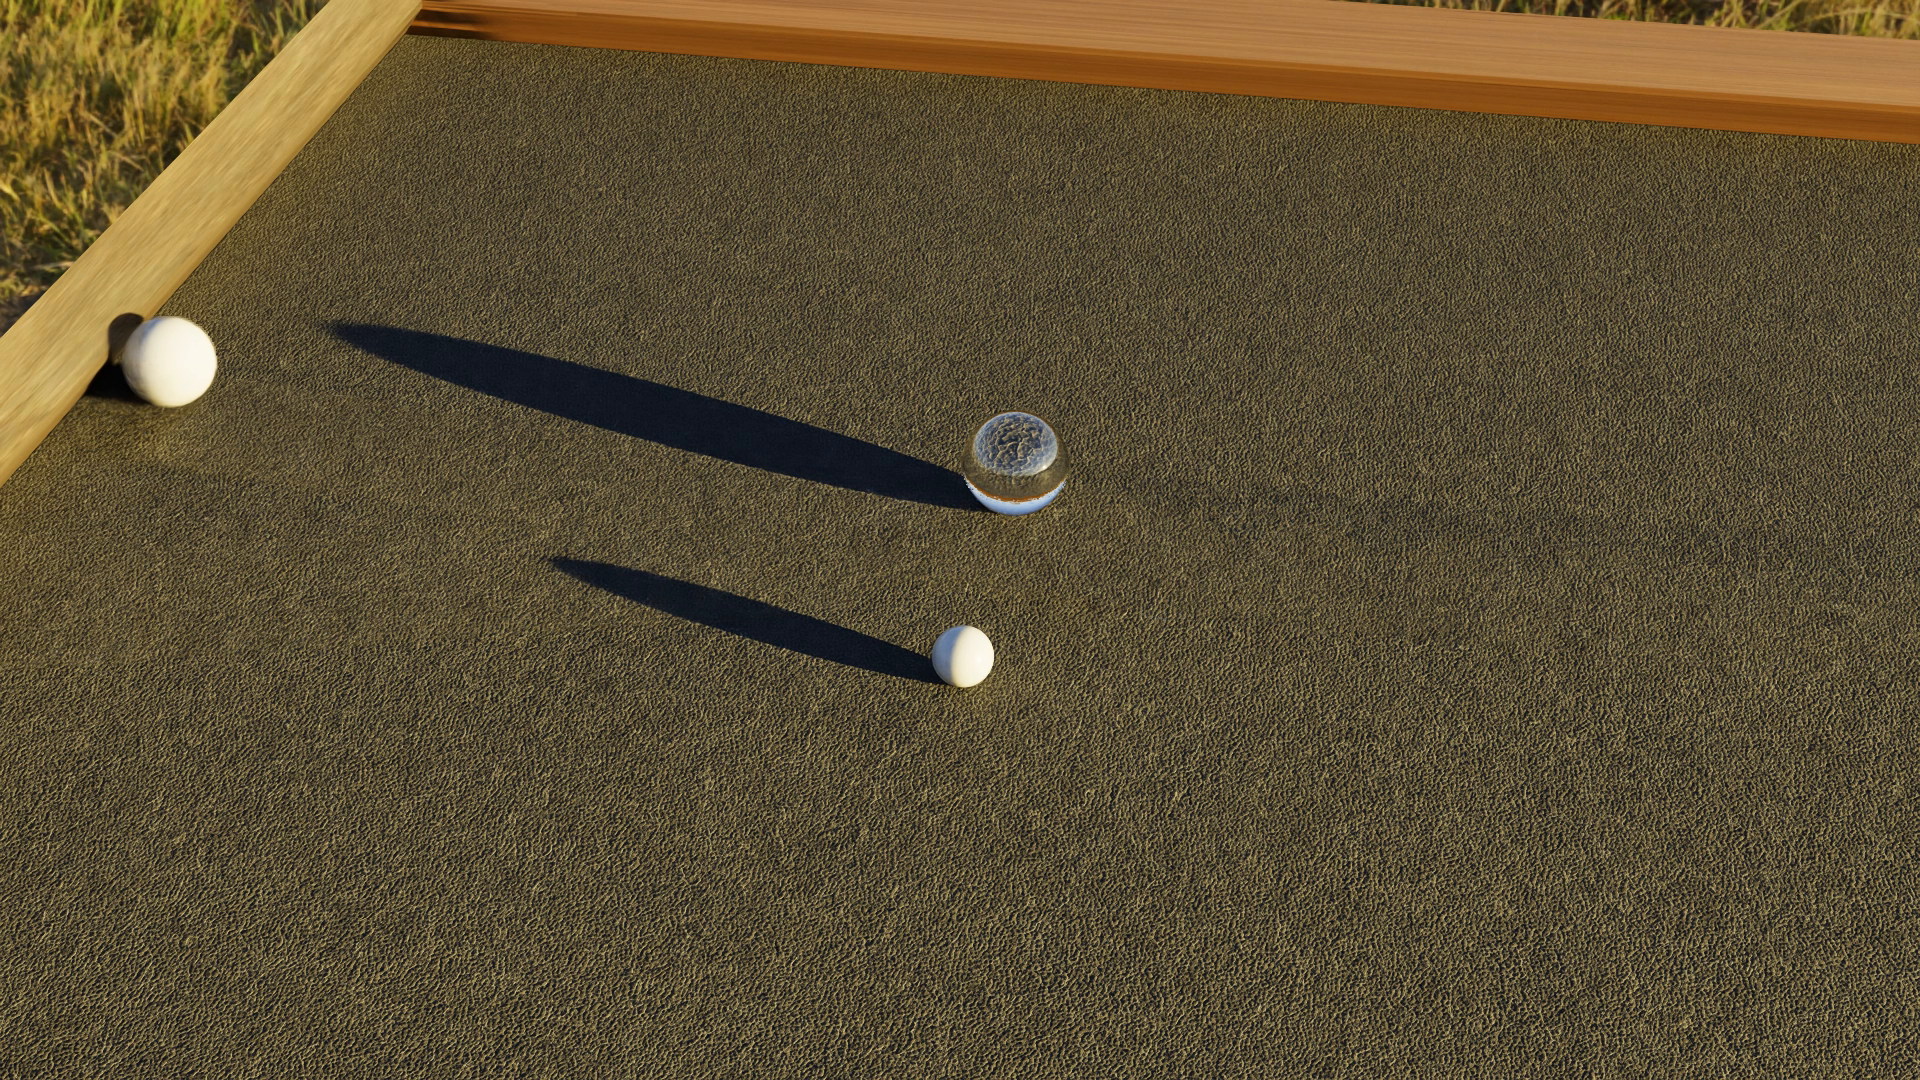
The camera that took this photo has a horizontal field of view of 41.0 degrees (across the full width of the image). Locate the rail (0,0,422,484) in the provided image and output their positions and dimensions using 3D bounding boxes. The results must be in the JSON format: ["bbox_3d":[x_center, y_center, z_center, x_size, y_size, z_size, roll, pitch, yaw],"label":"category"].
[{"bbox_3d":[-0.766,-0.094,2.083,0.045,0.111,1.876,6,35,8],"label":"rail"}]

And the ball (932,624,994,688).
[{"bbox_3d":[0.002,0.085,1.879,0.046,0.046,0.046,0,34,0],"label":"ball"}]

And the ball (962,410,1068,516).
[{"bbox_3d":[0.045,-0.062,2.060,0.086,0.086,0.086,0,34,0],"label":"ball"}]

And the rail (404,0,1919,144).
[{"bbox_3d":[0.948,-0.446,2.600,3.205,0.111,0.045,6,35,8],"label":"rail"}]

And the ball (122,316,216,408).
[{"bbox_3d":[-0.678,-0.152,2.200,0.078,0.078,0.078,0,34,0],"label":"ball"}]
